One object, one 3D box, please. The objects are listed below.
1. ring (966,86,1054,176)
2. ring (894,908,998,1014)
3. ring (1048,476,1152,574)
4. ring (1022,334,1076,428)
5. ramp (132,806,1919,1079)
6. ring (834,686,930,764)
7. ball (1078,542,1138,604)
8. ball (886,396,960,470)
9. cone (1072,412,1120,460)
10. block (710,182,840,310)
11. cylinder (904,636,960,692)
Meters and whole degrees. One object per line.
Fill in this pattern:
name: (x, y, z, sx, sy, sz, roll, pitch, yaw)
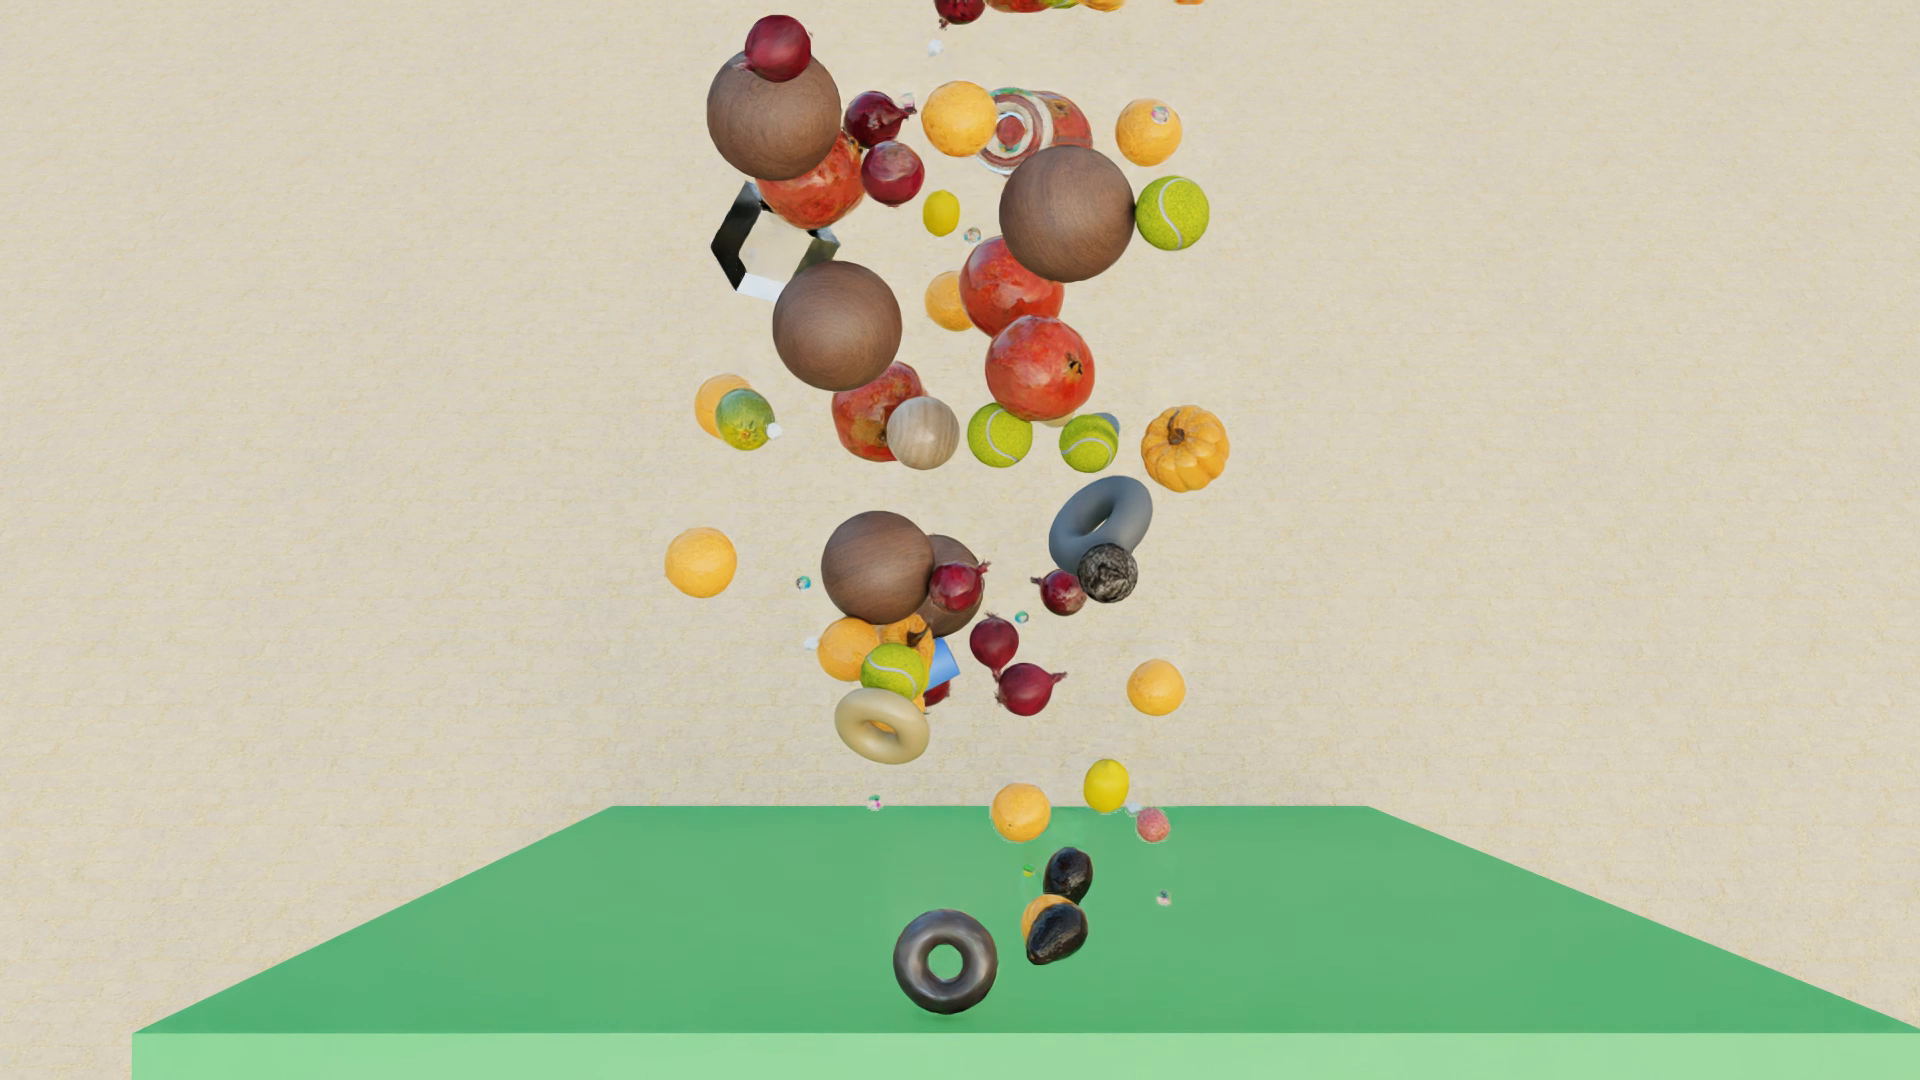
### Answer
ring: (0.051, -0.417, 2.653, 0.090, 0.090, 0.030, 7, 9, 9)
ring: (-0.017, 0.487, 3.007, 0.122, 0.122, 0.041, 4, 0, 6)
ring: (0.167, -0.018, 3.085, 0.141, 0.047, 0.141, -30, 33, 21)
ring: (0.099, -0.178, 2.903, 0.036, 0.108, 0.108, -14, 38, -16)
ramp: (0.080, 0.676, 4.886, 2.000, 0.100, 4.000, 0, -2, 0)
ring: (-0.083, 0.197, 2.749, 0.105, 0.105, 0.035, 10, 48, 14)
ball: (0.170, 0.038, 2.988, 0.070, 0.070, 0.070, 0, 36, 0)
ball: (-0.040, -0.116, 2.823, 0.081, 0.081, 0.081, 0, 36, 0)
cone: (0.173, -0.114, 3.152, 0.059, 0.059, 0.059, -11, 52, 15)
block: (-0.190, -0.301, 2.660, 0.083, 0.083, 0.083, 12, 32, -37)
cylinder: (-0.034, 0.153, 3.197, 0.052, 0.052, 0.052, -26, 39, 1)
